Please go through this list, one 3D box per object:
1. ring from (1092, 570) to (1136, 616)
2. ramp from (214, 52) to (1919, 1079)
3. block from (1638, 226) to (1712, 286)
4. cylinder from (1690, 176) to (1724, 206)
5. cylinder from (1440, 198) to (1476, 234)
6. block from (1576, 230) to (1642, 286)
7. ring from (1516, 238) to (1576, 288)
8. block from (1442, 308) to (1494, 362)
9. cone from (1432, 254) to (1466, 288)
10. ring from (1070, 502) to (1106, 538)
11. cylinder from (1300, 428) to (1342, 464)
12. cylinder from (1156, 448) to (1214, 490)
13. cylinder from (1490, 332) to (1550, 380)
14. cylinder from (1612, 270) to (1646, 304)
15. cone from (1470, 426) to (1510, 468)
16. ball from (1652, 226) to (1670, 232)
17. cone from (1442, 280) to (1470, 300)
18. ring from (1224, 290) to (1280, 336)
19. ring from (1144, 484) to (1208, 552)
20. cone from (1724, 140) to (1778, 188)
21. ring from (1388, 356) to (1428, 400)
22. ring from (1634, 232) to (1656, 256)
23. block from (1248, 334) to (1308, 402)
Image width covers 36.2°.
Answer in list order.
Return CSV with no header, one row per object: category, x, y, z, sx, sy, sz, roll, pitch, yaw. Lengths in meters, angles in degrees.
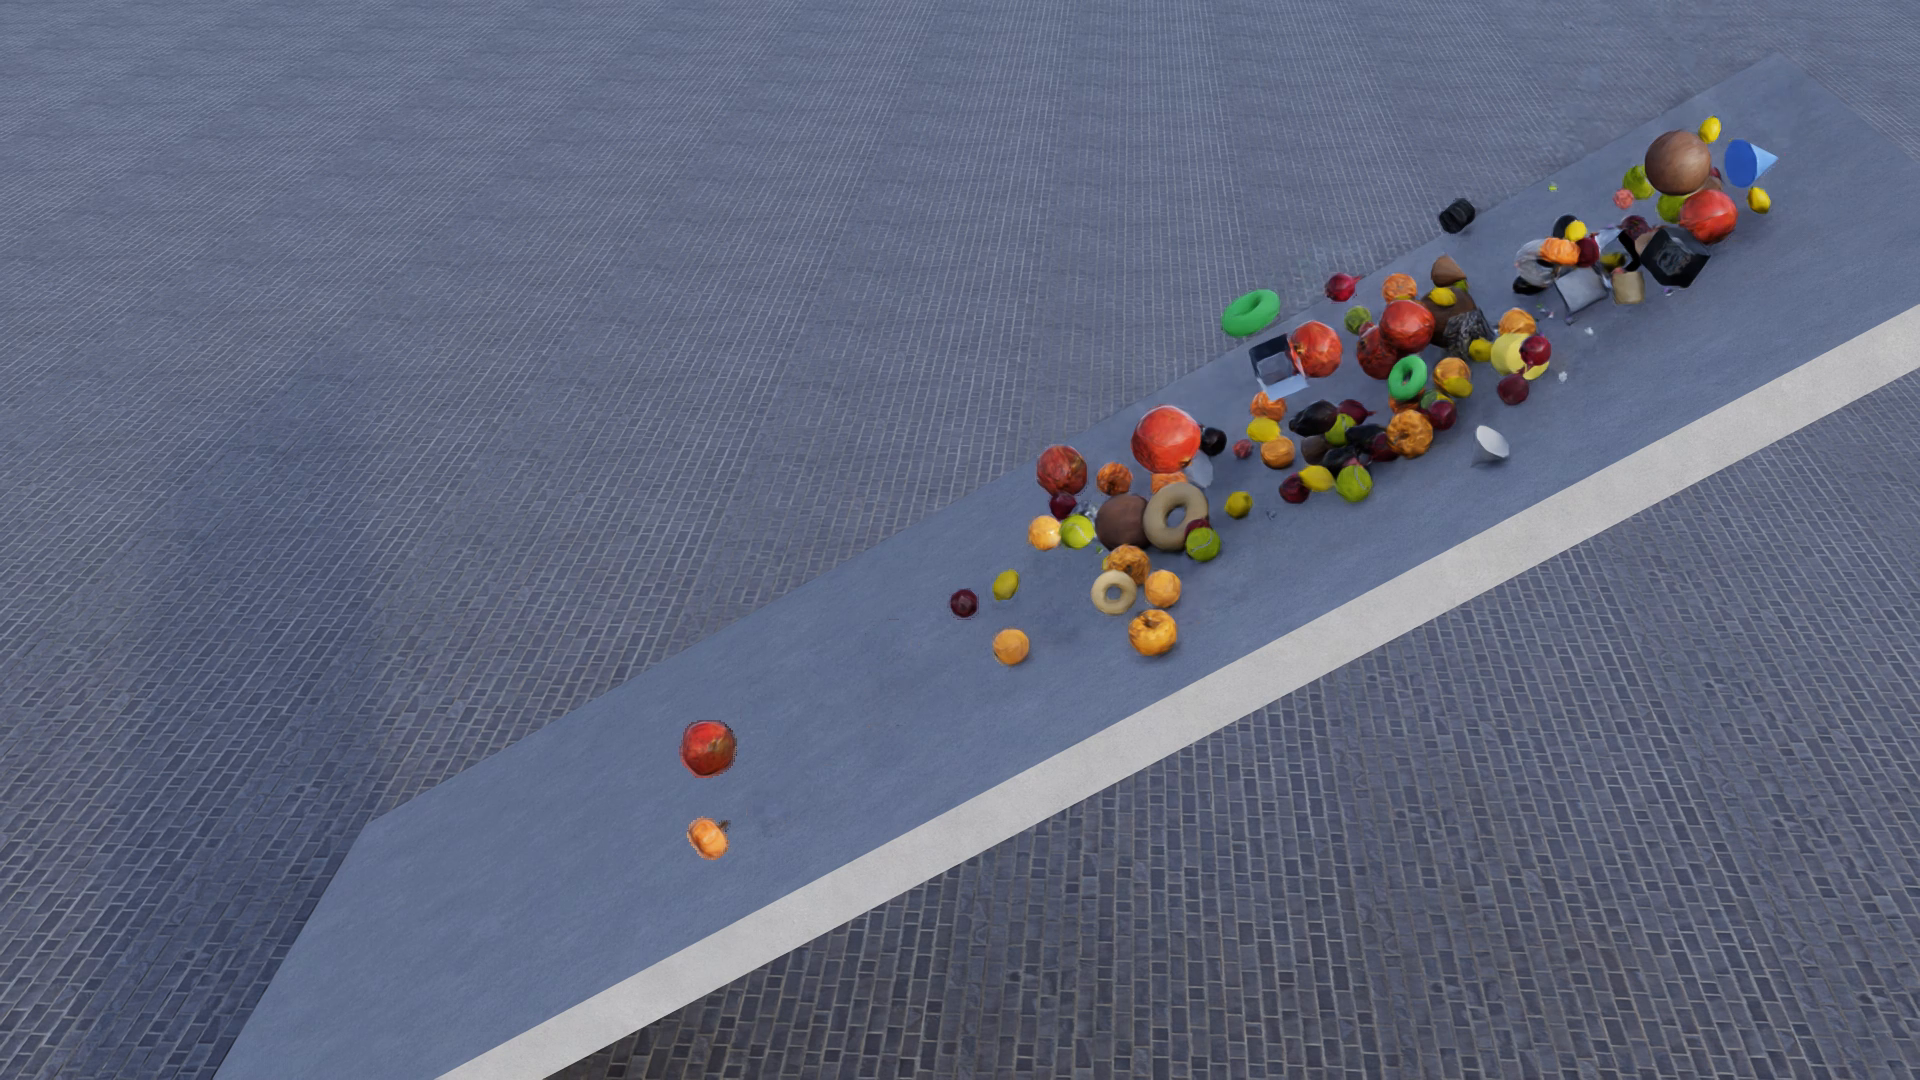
ring,0.303,0.104,5.785,0.091,0.091,0.030,-2,13,-7
ramp,0.142,0.168,6.286,4.000,0.100,2.000,-29,15,12
block,1.371,-0.543,5.644,0.080,0.080,0.080,-3,46,-39
cylinder,1.517,-0.709,5.973,0.060,0.060,0.060,7,13,19
cylinder,1.166,-0.759,6.892,0.060,0.060,0.060,19,48,44
block,1.314,-0.569,5.940,0.082,0.082,0.082,-43,16,-8
ring,1.184,-0.560,5.953,0.120,0.120,0.040,5,49,15
block,1.039,-0.418,6.008,0.069,0.069,0.069,-16,29,33
cone,0.933,-0.500,5.540,0.064,0.064,0.064,-13,24,-33
ring,0.275,-0.043,6.346,0.083,0.083,0.028,-10,-21,-26
cylinder,0.729,-0.189,5.934,0.060,0.060,0.060,-20,-3,-45
cylinder,0.478,-0.142,6.252,0.085,0.085,0.085,-20,3,38
cylinder,1.082,-0.356,5.687,0.087,0.087,0.087,-4,7,-10
cylinder,1.299,-0.490,5.714,0.060,0.060,0.060,-6,5,1
cone,0.955,-0.157,5.391,0.074,0.074,0.074,21,41,-19
ball,1.419,-0.611,5.945,0.051,0.051,0.051,0,19,0
cone,1.096,-0.560,6.481,0.064,0.064,0.064,2,19,16
ring,0.652,-0.507,6.571,0.140,0.047,0.140,-29,25,15
ring,0.438,-0.046,5.969,0.148,0.148,0.049,16,-9,39
cone,1.599,-0.758,5.878,0.098,0.098,0.098,-10,21,-24
ring,0.884,-0.320,5.806,0.031,0.094,0.094,25,2,-35
ring,1.390,-0.586,5.899,0.077,0.026,0.077,4,52,-5
block,0.615,-0.333,5.684,0.079,0.079,0.079,-23,48,14
